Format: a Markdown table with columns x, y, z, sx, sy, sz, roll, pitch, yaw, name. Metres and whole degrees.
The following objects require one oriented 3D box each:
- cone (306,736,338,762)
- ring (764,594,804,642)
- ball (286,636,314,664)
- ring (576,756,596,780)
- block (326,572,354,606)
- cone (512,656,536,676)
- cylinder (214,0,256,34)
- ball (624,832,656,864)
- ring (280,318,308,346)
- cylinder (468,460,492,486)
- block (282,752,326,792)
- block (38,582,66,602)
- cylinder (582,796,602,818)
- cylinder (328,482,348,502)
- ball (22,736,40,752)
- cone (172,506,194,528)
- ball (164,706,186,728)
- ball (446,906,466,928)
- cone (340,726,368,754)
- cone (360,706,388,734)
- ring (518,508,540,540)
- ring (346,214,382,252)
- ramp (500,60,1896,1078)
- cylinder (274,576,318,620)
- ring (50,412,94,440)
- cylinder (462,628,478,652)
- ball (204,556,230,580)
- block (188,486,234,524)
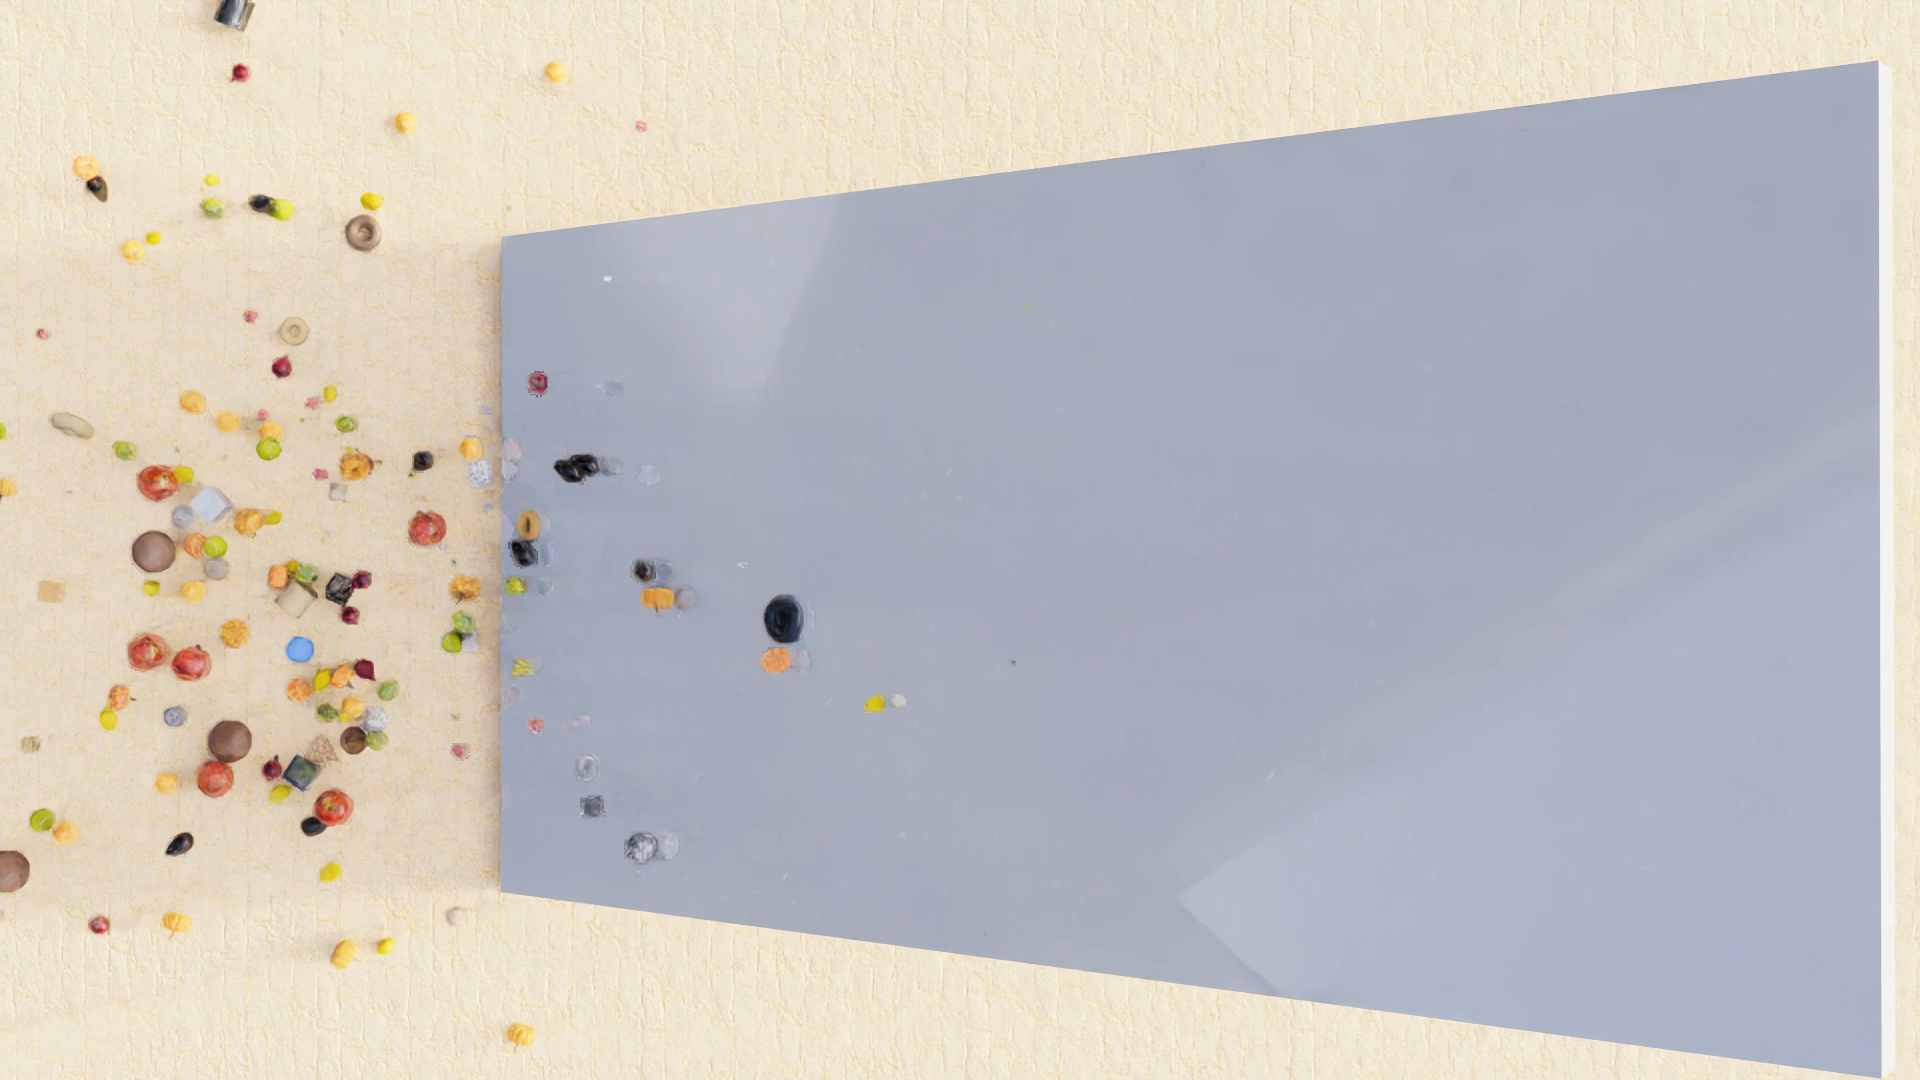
| x | y | z | sx | sy | sz | roll | pitch | yaw | name |
| --- | --- | --- | --- | --- | --- | --- | --- | --- | --- |
| -1.929 | 0.655 | 6.709 | 0.089 | 0.089 | 0.089 | 23 | 90 | 24 | cone |
| -0.480 | 0.214 | 5.994 | 0.131 | 0.044 | 0.131 | 0 | 90 | 36 | ring |
| -2.023 | 0.337 | 6.744 | 0.083 | 0.083 | 0.083 | 0 | 90 | 0 | ball |
| -1.100 | 0.670 | 6.464 | 0.076 | 0.025 | 0.076 | -2 | 87 | 37 | ring |
| -1.901 | 0.151 | 6.743 | 0.064 | 0.064 | 0.064 | 24 | 53 | 0 | block |
| -1.304 | 0.390 | 6.614 | 0.066 | 0.066 | 0.066 | 19 | 90 | 10 | cone |
| -2.225 | -1.619 | 6.743 | 0.097 | 0.097 | 0.097 | 22 | 91 | 0 | cylinder |
| -0.911 | 0.880 | 6.281 | 0.090 | 0.090 | 0.090 | 0 | 90 | 0 | ball |
| -2.051 | -0.642 | 6.778 | 0.089 | 0.030 | 0.089 | 0 | 91 | 0 | ring |
| -1.468 | -0.202 | 6.720 | 0.062 | 0.062 | 0.062 | -15 | 77 | 0 | cylinder |
| -2.012 | 0.711 | 6.742 | 0.082 | 0.082 | 0.082 | 34 | 90 | 0 | block |
| -2.792 | 0.159 | 6.757 | 0.060 | 0.060 | 0.060 | 2 | 90 | 0 | block |
| -1.070 | 0.777 | 6.403 | 0.053 | 0.053 | 0.053 | -9 | 87 | 0 | cylinder |
| -1.914 | -0.147 | 6.763 | 0.052 | 0.052 | 0.052 | 10 | 90 | 0 | cylinder |
| -2.855 | 0.627 | 6.758 | 0.052 | 0.052 | 0.052 | 0 | 90 | 0 | ball |
| -2.400 | -0.071 | 6.753 | 0.072 | 0.072 | 0.072 | 0 | 90 | 0 | cone |
| -2.411 | 0.543 | 6.751 | 0.066 | 0.066 | 0.066 | 0 | 90 | 0 | ball |
| -1.546 | 1.157 | 6.749 | 0.062 | 0.062 | 0.062 | 0 | 90 | 0 | ball |
| -1.870 | 0.619 | 6.741 | 0.086 | 0.086 | 0.086 | 0 | 90 | 0 | cone |
| -1.809 | 0.555 | 6.740 | 0.088 | 0.088 | 0.088 | 0 | 90 | 0 | cone |
| -1.296 | -0.047 | 6.611 | 0.094 | 0.031 | 0.094 | 3 | 94 | 39 | ring |
| -1.837 | -0.946 | 6.777 | 0.113 | 0.038 | 0.113 | 0 | 91 | 0 | ring |
| 0.233 | 0.065 | 5.553 | 4.000 | 0.100 | 2.000 | 0 | 89 | 37 | ramp |
| -2.034 | 0.178 | 6.740 | 0.093 | 0.093 | 0.093 | 43 | 90 | 0 | cylinder |
| -2.708 | -0.349 | 6.713 | 0.134 | 0.134 | 0.045 | 18 | 73 | 0 | ring |
| -1.497 | 0.305 | 6.716 | 0.051 | 0.051 | 0.051 | -6 | 123 | -10 | cylinder |
| -2.283 | 0.088 | 6.751 | 0.073 | 0.073 | 0.073 | 0 | 90 | 0 | ball |
| -2.295 | -0.106 | 6.748 | 0.083 | 0.083 | 0.083 | -44 | 90 | 0 | block |
